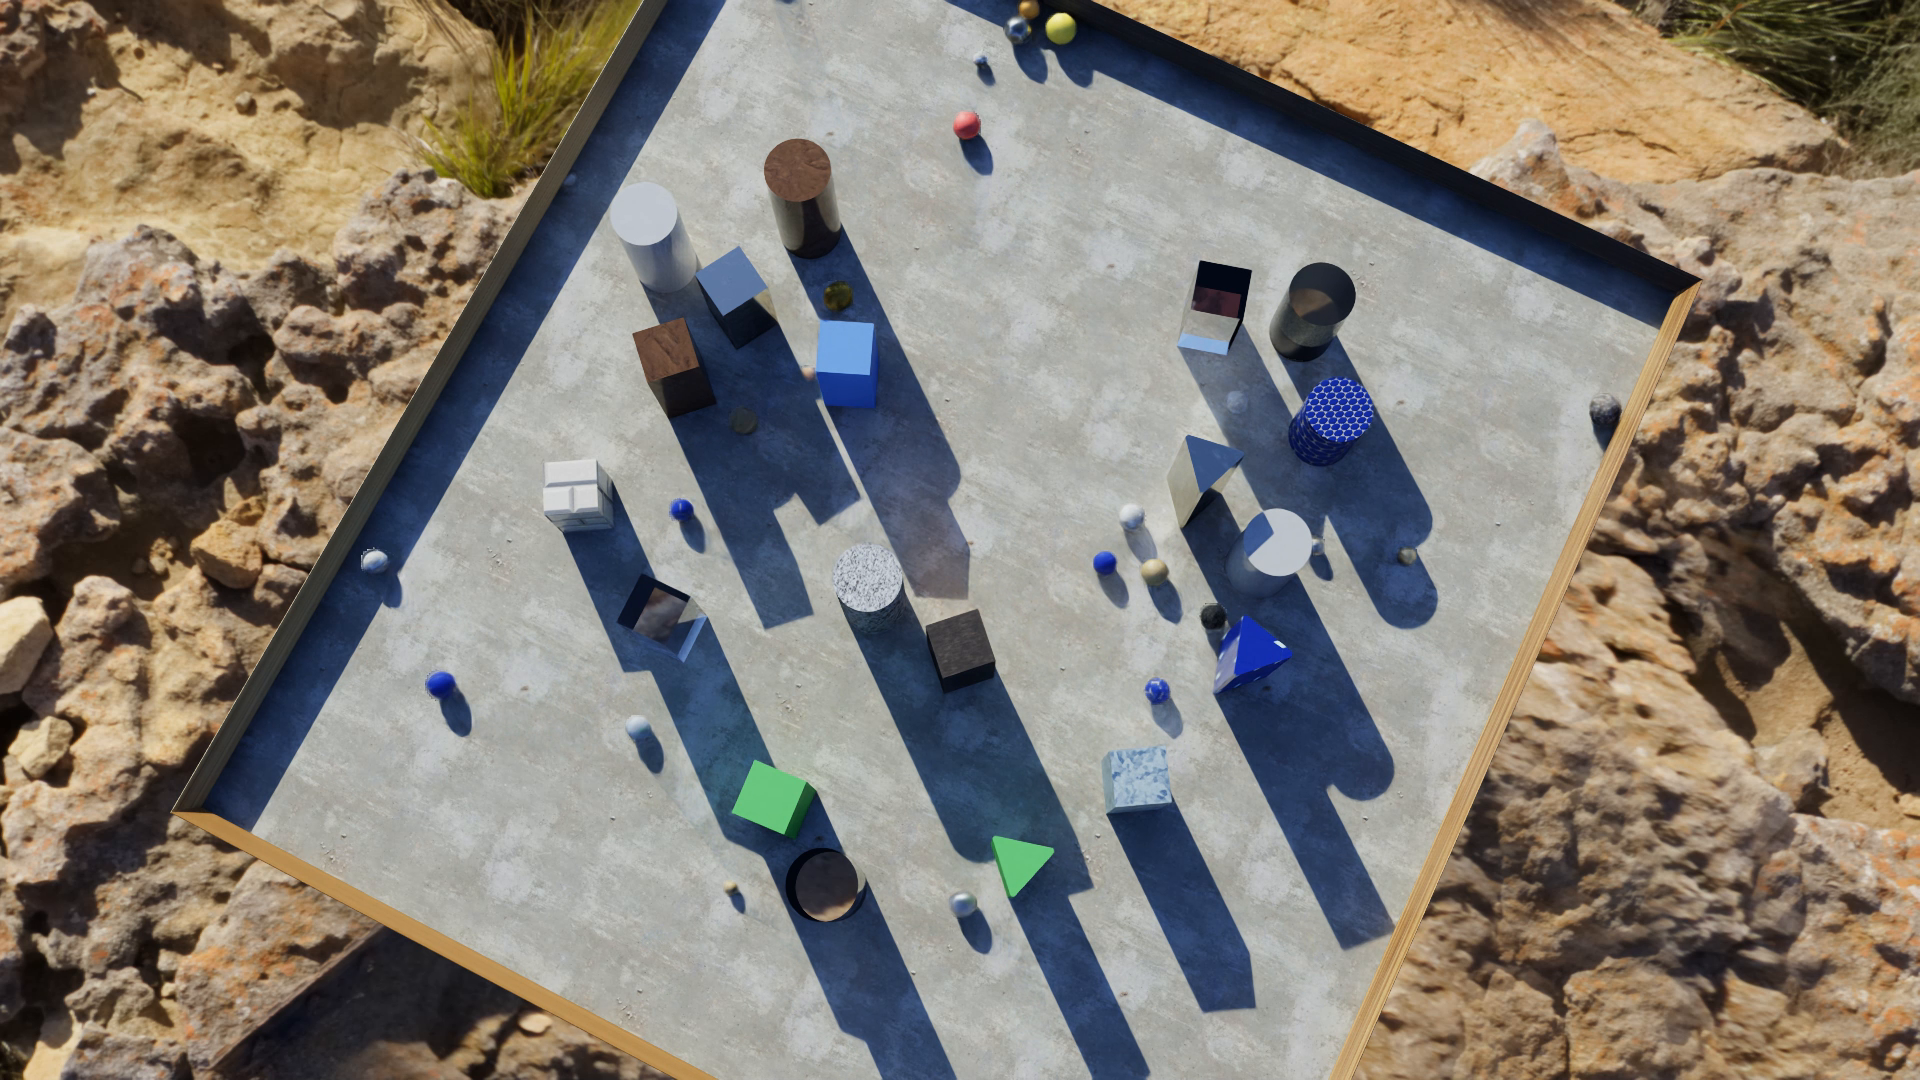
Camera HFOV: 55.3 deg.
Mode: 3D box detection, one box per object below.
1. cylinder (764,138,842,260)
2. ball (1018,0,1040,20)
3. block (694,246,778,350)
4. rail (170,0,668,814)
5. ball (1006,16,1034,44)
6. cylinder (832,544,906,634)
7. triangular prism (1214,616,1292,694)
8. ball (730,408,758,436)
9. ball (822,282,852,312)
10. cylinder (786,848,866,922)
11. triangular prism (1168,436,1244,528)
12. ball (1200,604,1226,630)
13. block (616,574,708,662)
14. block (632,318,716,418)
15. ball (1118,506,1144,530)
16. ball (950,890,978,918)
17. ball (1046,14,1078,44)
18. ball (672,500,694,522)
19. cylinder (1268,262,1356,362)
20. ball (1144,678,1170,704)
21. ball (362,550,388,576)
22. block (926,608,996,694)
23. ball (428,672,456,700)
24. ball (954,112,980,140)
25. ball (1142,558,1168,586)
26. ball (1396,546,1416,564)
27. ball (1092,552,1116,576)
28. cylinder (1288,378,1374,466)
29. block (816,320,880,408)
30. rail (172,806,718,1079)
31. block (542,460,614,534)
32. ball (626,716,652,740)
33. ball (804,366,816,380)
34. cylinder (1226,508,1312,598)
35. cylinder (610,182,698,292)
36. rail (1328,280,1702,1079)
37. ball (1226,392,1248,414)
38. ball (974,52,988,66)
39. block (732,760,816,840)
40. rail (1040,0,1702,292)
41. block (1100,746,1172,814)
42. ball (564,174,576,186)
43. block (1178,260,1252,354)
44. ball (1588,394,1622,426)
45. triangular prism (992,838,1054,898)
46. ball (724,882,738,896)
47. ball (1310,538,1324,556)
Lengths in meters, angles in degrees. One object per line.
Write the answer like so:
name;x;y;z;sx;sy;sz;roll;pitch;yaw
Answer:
cylinder;-0.475;-1.034;5.588;0.197;0.474;0.197;0;78;0
ball;0.225;-1.721;5.937;0.069;0.069;0.069;0;78;0
block;-0.679;-0.735;5.598;0.158;0.334;0.158;-34;80;-7
rail;-1.488;-0.722;5.699;0.045;0.128;3.509;26;80;5
ball;0.192;-1.644;5.911;0.091;0.091;0.091;0;78;0
cylinder;-0.262;0.147;5.379;0.197;0.406;0.197;0;78;0
triangular prism;0.820;0.323;5.322;0.171;0.446;0.148;-19;79;-4
ball;-0.665;-0.364;5.648;0.086;0.086;0.086;0;78;0
ball;-0.382;-0.759;5.727;0.092;0.092;0.092;0;78;0
cylinder;-0.373;0.978;5.176;0.197;0.466;0.197;0;78;0
triangular prism;0.691;-0.193;5.409;0.171;0.484;0.148;-42;81;-8
ball;0.763;0.234;5.529;0.077;0.077;0.077;0;78;0
block;-0.872;0.232;5.389;0.158;0.351;0.158;25;79;5
block;-0.856;-0.513;5.522;0.158;0.393;0.158;-18;79;-4
ball;0.523;-0.067;5.590;0.079;0.079;0.079;0;78;0
ball;0.011;1.063;5.355;0.080;0.080;0.080;0;78;0
ball;0.329;-1.647;5.907;0.099;0.099;0.099;0;78;0
ball;-0.848;-0.090;5.600;0.069;0.069;0.069;0;78;0
cylinder;1.069;-0.689;5.577;0.197;0.357;0.197;0;78;0
ball;0.590;0.451;5.484;0.077;0.077;0.077;0;78;0
ball;-1.774;0.069;5.564;0.075;0.075;0.075;0;78;0
block;0.002;0.329;5.360;0.158;0.369;0.158;-18;79;-4
ball;-1.550;0.434;5.484;0.083;0.083;0.083;0;78;0
ball;0.020;-1.321;5.847;0.084;0.084;0.084;0;78;0
ball;0.591;0.097;5.554;0.083;0.083;0.083;0;78;0
ball;1.357;0.047;5.579;0.055;0.055;0.055;0;78;0
ball;0.439;0.072;5.564;0.073;0.073;0.073;0;78;0
cylinder;1.116;-0.354;5.536;0.197;0.302;0.197;0;78;0
block;-0.337;-0.528;5.543;0.158;0.358;0.158;4;78;1
rail;-0.774;1.523;5.235;3.374;0.128;0.045;26;80;5
block;-1.146;-0.130;5.513;0.158;0.256;0.158;-4;78;-1
ball;-0.957;0.562;5.464;0.072;0.072;0.072;0;78;0
ball;-0.466;-0.517;5.702;0.043;0.043;0.043;0;78;0
cylinder;0.910;0.043;5.422;0.197;0.363;0.197;0;78;0
cylinder;-0.930;-0.917;5.594;0.197;0.417;0.197;0;78;0
rail;1.488;0.735;5.398;0.045;0.128;3.509;26;80;5
ball;0.858;-0.423;5.670;0.067;0.067;0.067;0;78;0
ball;0.065;-1.551;5.914;0.046;0.046;0.046;0;78;0
block;-0.531;0.752;5.277;0.158;0.361;0.158;22;79;4
rail;0.774;-1.509;5.862;3.374;0.128;0.045;26;80;5
block;0.506;0.696;5.299;0.158;0.340;0.158;-5;78;-1
ball;-1.245;-1.147;5.833;0.041;0.041;0.041;0;78;0
block;0.773;-0.704;5.586;0.158;0.346;0.158;11;79;2
ball;1.988;-0.400;5.650;0.096;0.096;0.096;0;78;0
triangular prism;0.147;0.907;5.242;0.148;0.366;0.171;42;81;8
ball;-0.671;1.024;5.384;0.041;0.041;0.041;0;78;0
ball;1.080;0.020;5.583;0.058;0.058;0.058;0;78;0
